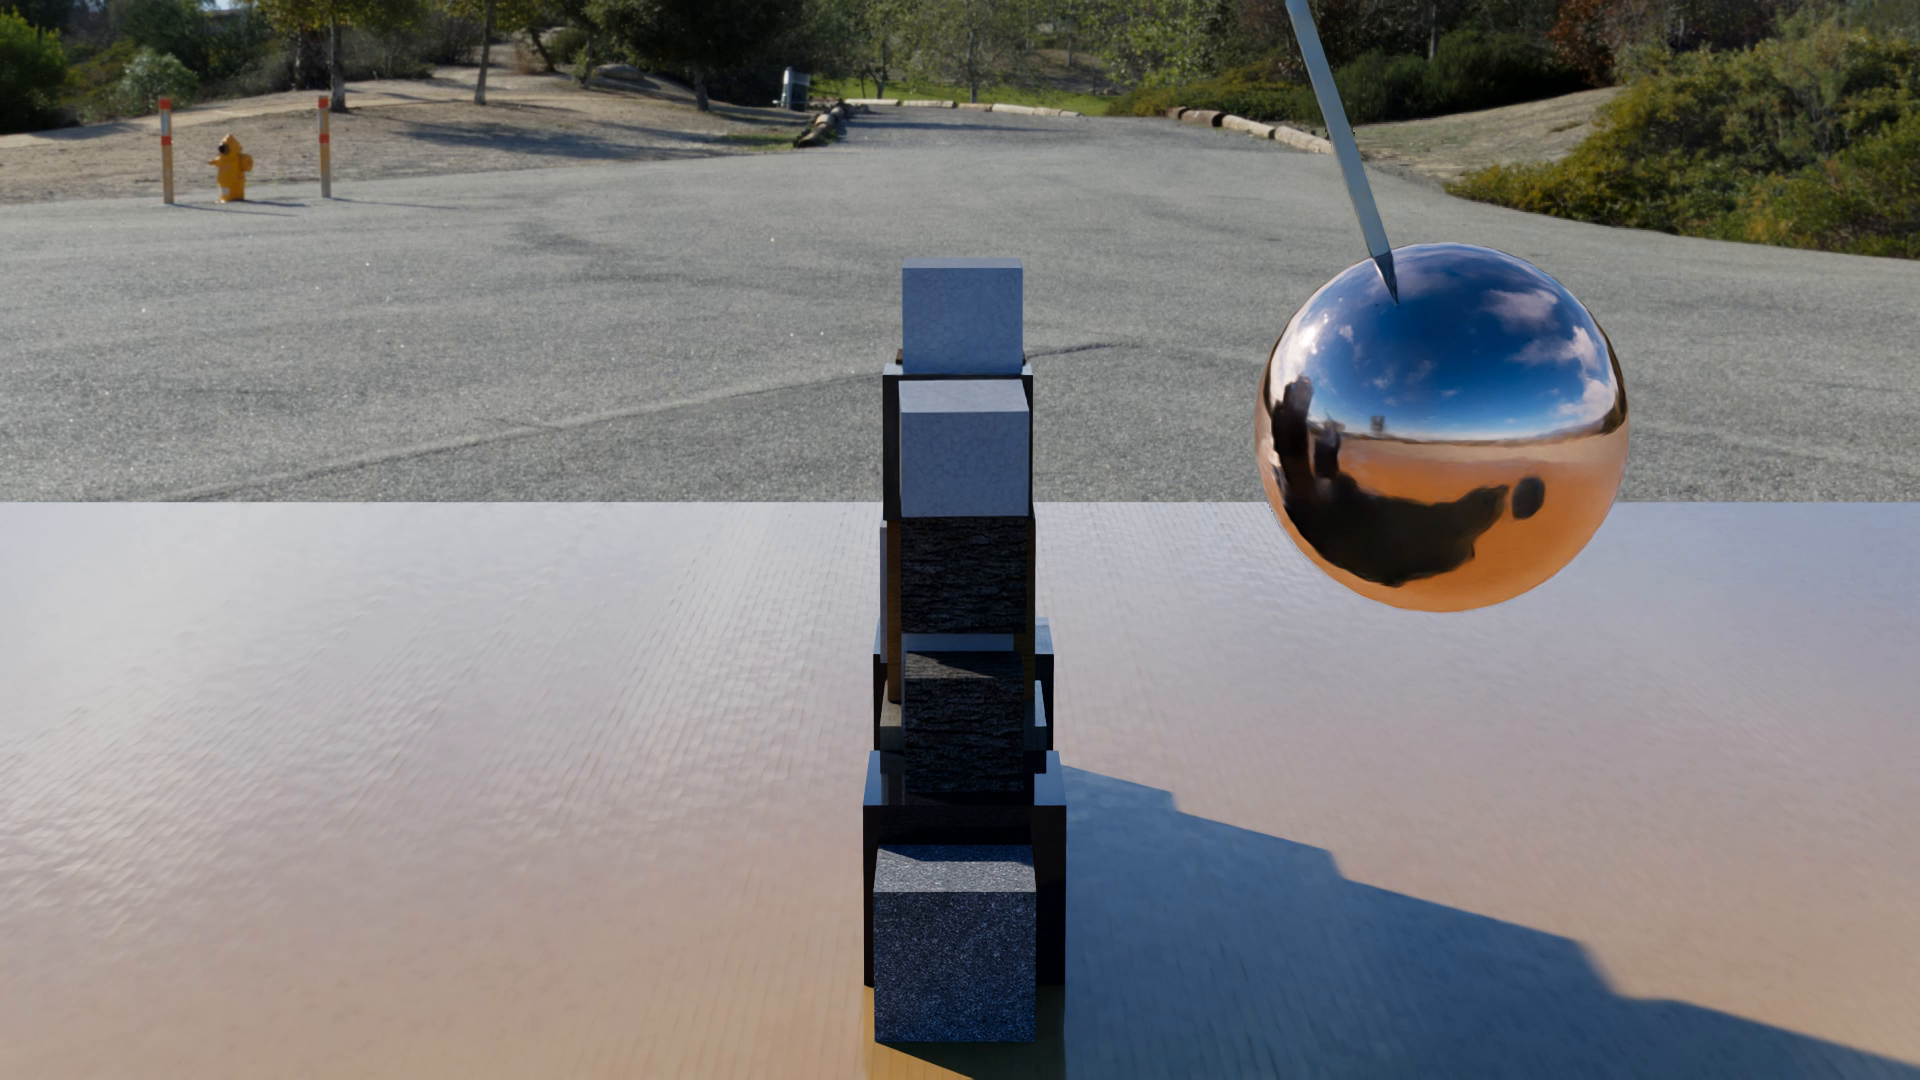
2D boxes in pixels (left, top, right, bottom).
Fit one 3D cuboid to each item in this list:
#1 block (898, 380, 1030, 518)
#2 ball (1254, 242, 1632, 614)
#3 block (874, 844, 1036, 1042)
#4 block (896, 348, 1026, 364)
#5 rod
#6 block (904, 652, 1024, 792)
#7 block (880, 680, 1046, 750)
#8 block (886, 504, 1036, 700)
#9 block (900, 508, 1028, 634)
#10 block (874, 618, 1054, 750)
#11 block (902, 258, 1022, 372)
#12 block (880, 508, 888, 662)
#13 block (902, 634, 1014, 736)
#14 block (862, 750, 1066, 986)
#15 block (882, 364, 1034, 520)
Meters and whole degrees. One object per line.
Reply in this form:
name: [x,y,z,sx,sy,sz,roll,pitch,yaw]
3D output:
block: [0.010,-0.369,10.230,0.498,0.431,0.437,-1,20,-3]
ball: [2.074,-0.484,11.092,1.600,1.600,1.600,0,10,0]
block: [-0.019,1.509,9.662,0.592,0.574,0.584,0,10,0]
block: [0.003,-0.527,11.642,0.575,0.636,0.547,0,9,0]
rod: [0.899,-3.623,10.522,0.080,5.200,0.080,-20,10,4]
block: [0.016,0.721,10.245,0.465,0.460,0.479,0,10,0]
block: [0.013,1.110,11.143,0.694,0.830,0.815,0,10,0]
block: [0.006,0.241,11.380,0.636,0.794,0.754,0,9,0]
block: [0.014,0.043,10.498,0.504,0.527,0.509,0,20,0]
block: [0.016,0.867,12.483,0.847,0.828,0.820,0,10,0]
block: [0.011,-0.976,11.084,0.508,0.443,0.488,0,11,0]
block: [-0.019,0.191,12.115,0.696,0.634,0.703,0,10,0]
block: [-0.012,0.497,10.725,0.456,0.481,0.506,0,20,0]
block: [0.018,1.307,10.343,0.785,0.728,0.809,0,10,0]
block: [-0.009,-0.431,11.103,0.634,0.621,0.529,0,9,0]
